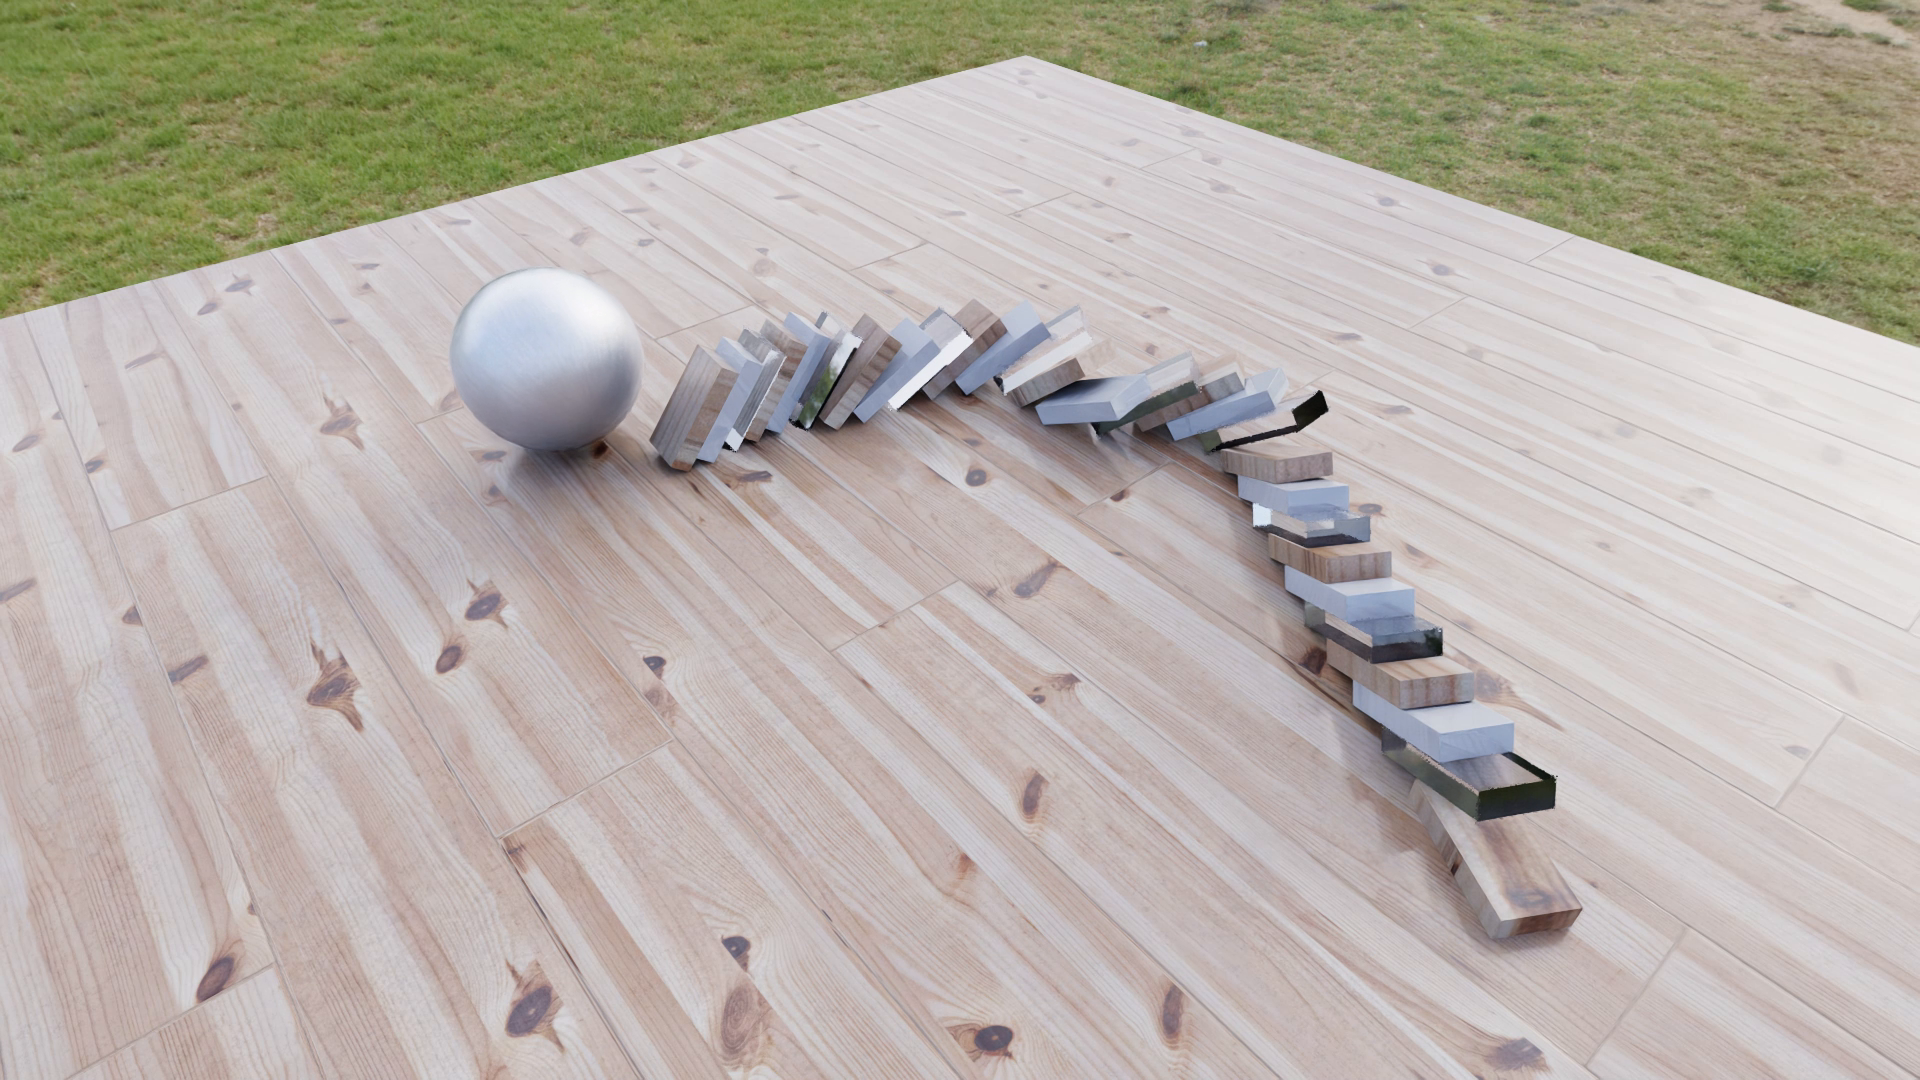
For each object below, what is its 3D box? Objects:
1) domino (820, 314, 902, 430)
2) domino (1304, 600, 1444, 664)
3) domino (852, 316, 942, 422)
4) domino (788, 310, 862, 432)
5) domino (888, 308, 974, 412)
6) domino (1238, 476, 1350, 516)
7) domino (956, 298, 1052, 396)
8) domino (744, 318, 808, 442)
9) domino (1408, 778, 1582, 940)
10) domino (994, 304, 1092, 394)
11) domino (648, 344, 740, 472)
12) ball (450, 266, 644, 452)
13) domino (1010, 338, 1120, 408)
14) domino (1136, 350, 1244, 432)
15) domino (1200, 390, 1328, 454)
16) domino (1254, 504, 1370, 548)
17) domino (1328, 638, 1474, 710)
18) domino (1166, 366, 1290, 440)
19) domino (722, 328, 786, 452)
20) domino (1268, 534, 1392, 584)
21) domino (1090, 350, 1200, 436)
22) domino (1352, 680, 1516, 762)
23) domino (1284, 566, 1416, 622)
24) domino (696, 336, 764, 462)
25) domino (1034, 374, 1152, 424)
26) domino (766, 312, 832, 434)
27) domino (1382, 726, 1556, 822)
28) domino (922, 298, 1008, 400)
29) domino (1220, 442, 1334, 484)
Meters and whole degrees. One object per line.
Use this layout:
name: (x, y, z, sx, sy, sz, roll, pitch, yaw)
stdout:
domino: (-0.051, -0.079, 0.514, 0.050, 0.009, 0.025, -51, 47, 9)
domino: (0.145, 0.031, 0.388, 0.025, 0.009, 0.050, -6, 11, -7)
domino: (-0.035, -0.081, 0.523, 0.050, 0.010, 0.025, -43, 48, 0)
domino: (-0.067, -0.078, 0.511, 0.010, 0.050, 0.025, 17, 22, -44)
domino: (-0.020, -0.087, 0.531, 0.050, 0.010, 0.025, -42, 48, 0)
domino: (0.135, -0.020, 0.450, 0.025, 0.010, 0.050, -6, 11, -7)
domino: (0.018, -0.095, 0.538, 0.050, 0.009, 0.025, -34, 39, 11)
domino: (-0.091, -0.073, 0.504, 0.010, 0.050, 0.025, 15, 21, -47)
domino: (0.159, 0.093, 0.330, 0.025, 0.010, 0.050, -6, 40, -7)
domino: (0.039, -0.093, 0.535, 0.050, 0.009, 0.025, -29, 31, 19)
domino: (-0.118, -0.058, 0.486, 0.010, 0.050, 0.025, 15, 21, -47)
ball: (-0.181, -0.079, 0.484, 0.080, 0.080, 0.080, 0, 39, 0)
domino: (0.049, -0.078, 0.514, 0.025, 0.010, 0.050, -34, 8, -34)
domino: (0.105, -0.069, 0.505, 0.050, 0.010, 0.025, -22, 25, 26)
domino: (0.133, -0.052, 0.484, 0.025, 0.009, 0.050, -31, 12, -36)
domino: (0.138, -0.007, 0.435, 0.025, 0.009, 0.050, -6, 11, -7)
domino: (0.148, 0.043, 0.373, 0.025, 0.010, 0.050, -6, 12, -7)
domino: (0.121, -0.061, 0.496, 0.050, 0.009, 0.025, -16, 22, 39)
domino: (-0.099, -0.068, 0.498, 0.010, 0.050, 0.025, 15, 21, -47)
domino: (0.140, 0.005, 0.419, 0.025, 0.010, 0.050, -6, 11, -7)
domino: (0.084, -0.067, 0.505, 0.050, 0.009, 0.025, -22, 28, 25)
domino: (0.152, 0.056, 0.357, 0.025, 0.009, 0.050, -6, 13, -9)
domino: (0.142, 0.018, 0.404, 0.025, 0.010, 0.050, -6, 11, -7)
domino: (-0.108, -0.063, 0.492, 0.009, 0.050, 0.025, 15, 21, -47)
domino: (0.060, -0.064, 0.501, 0.025, 0.009, 0.050, -39, 24, -28)
domino: (-0.081, -0.078, 0.510, 0.009, 0.050, 0.025, 15, 20, -47)
domino: (0.156, 0.070, 0.341, 0.025, 0.009, 0.050, -7, 14, -9)
domino: (-0.003, -0.094, 0.538, 0.050, 0.010, 0.025, -42, 46, 0)
domino: (0.133, -0.033, 0.466, 0.025, 0.010, 0.050, -9, 11, -11)
